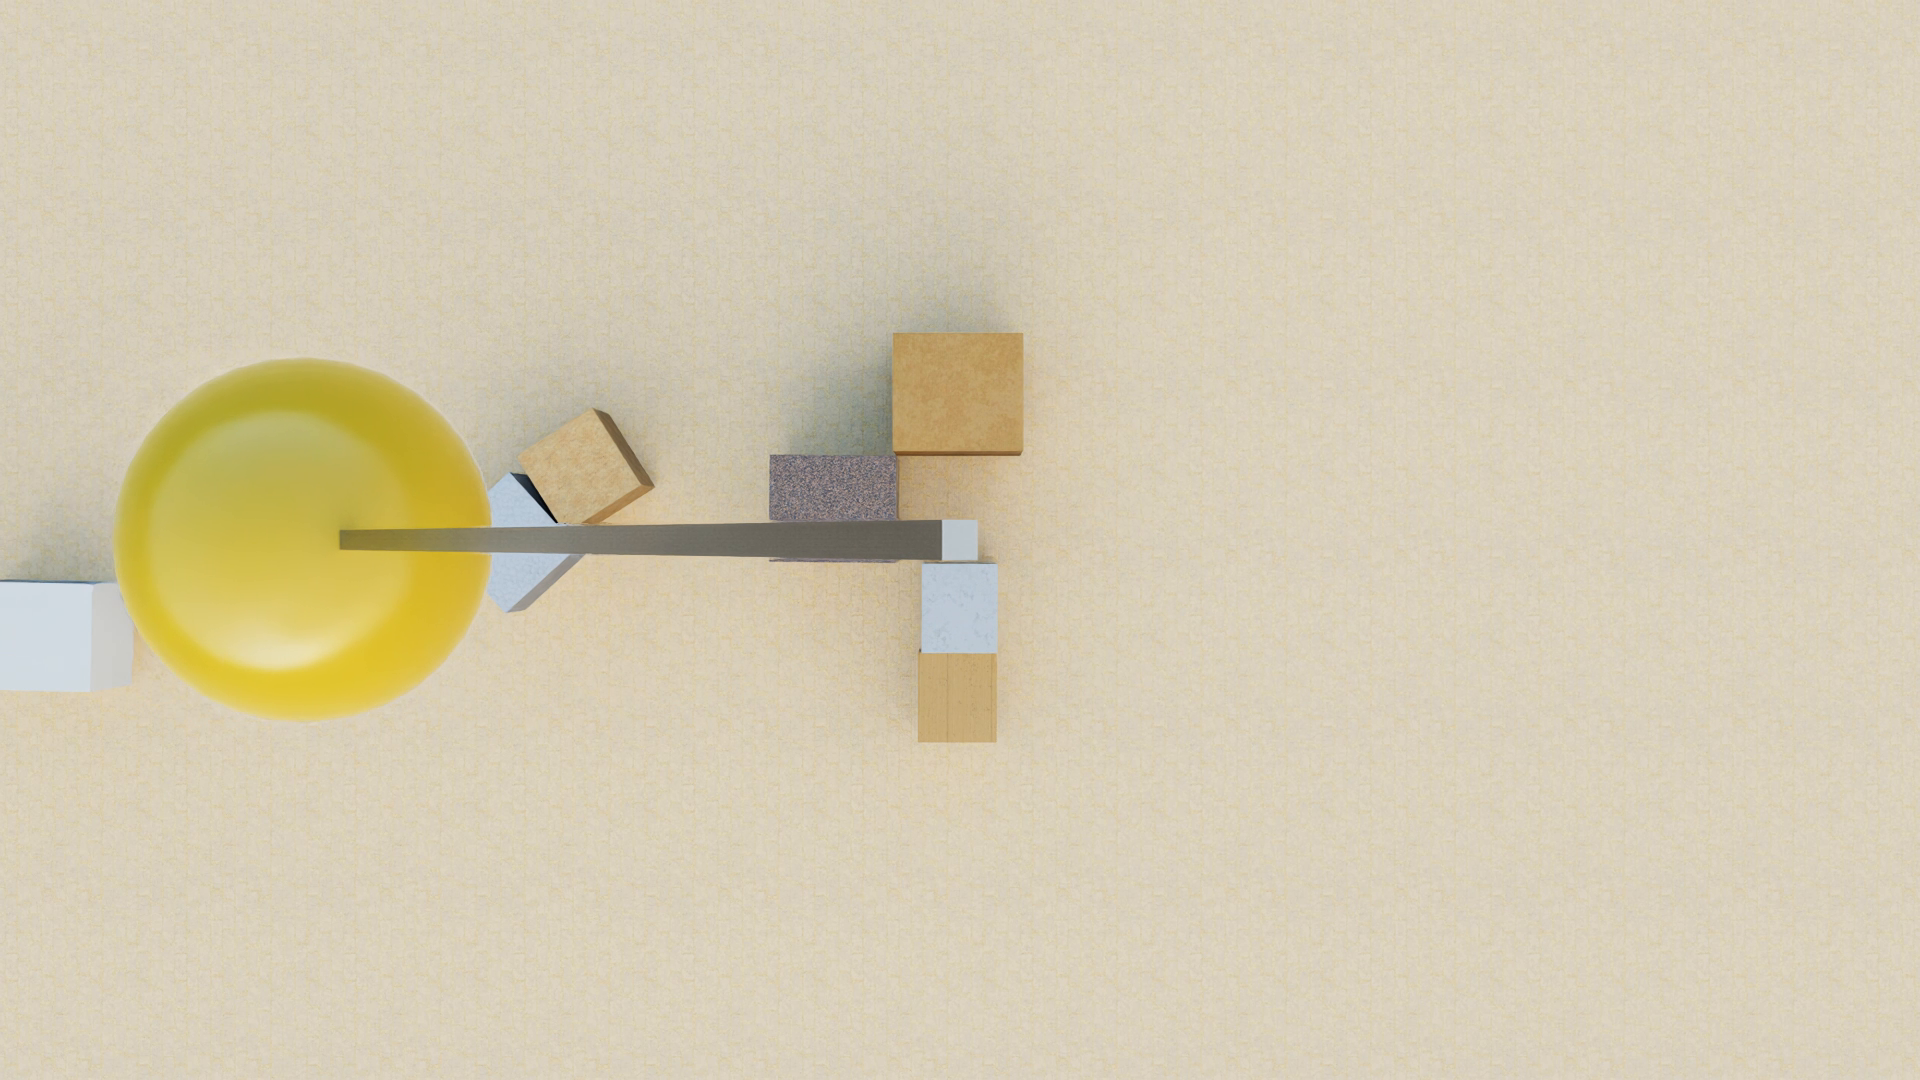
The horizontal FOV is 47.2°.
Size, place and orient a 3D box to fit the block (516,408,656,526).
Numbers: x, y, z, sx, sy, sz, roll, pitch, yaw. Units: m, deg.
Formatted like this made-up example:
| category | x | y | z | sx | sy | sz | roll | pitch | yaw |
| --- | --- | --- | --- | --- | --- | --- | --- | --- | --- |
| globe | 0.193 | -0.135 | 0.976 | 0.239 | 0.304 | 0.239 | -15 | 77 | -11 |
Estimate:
| category | x | y | z | sx | sy | sz | roll | pitch | yaw |
| --- | --- | --- | --- | --- | --- | --- | --- | --- | --- |
| block | -2.153 | -0.392 | 12.703 | 0.510 | 0.593 | 0.516 | -32 | 90 | 0 |

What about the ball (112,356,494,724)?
| category | x | y | z | sx | sy | sz | roll | pitch | yaw |
| --- | --- | --- | --- | --- | --- | --- | --- | --- | --- |
| ball | -2.855 | 0.000 | 9.621 | 1.600 | 1.600 | 1.600 | 0 | 90 | 0 |

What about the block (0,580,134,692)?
| category | x | y | z | sx | sy | sz | roll | pitch | yaw |
| --- | --- | --- | --- | --- | --- | --- | --- | --- | --- |
| block | -5.261 | 0.544 | 12.687 | 0.745 | 0.626 | 0.607 | 1 | 90 | 0 |

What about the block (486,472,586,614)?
| category | x | y | z | sx | sy | sz | roll | pitch | yaw |
| --- | --- | --- | --- | --- | --- | --- | --- | --- | --- |
| block | -2.560 | 0.016 | 12.717 | 0.555 | 0.566 | 0.575 | -42 | 90 | 0 |

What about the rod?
| category | x | y | z | sx | sy | sz | roll | pitch | yaw |
| --- | --- | --- | --- | --- | --- | --- | --- | --- | --- |
| rod | -1.237 | 0.000 | 6.631 | 0.080 | 5.200 | 0.080 | 0 | 90 | -28 |

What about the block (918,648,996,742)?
| category | x | y | z | sx | sy | sz | roll | pitch | yaw |
| --- | --- | --- | --- | --- | --- | --- | --- | --- | --- |
| block | -0.015 | 0.902 | 12.794 | 0.451 | 0.411 | 0.516 | 0 | 90 | 0 |

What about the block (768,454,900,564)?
| category | x | y | z | sx | sy | sz | roll | pitch | yaw |
| --- | --- | --- | --- | --- | --- | --- | --- | --- | --- |
| block | -0.715 | -0.175 | 12.662 | 0.710 | 0.677 | 0.602 | 1 | 90 | 0 |

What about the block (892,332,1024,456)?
| category | x | y | z | sx | sy | sz | roll | pitch | yaw |
| --- | --- | --- | --- | --- | --- | --- | --- | --- | --- |
| block | -0.011 | -0.828 | 12.649 | 0.730 | 0.702 | 0.661 | 0 | 90 | 0 |

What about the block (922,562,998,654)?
| category | x | y | z | sx | sy | sz | roll | pitch | yaw |
| --- | --- | --- | --- | --- | --- | --- | --- | --- | --- |
| block | -0.002 | 0.389 | 12.754 | 0.430 | 0.491 | 0.508 | 0 | 90 | 0 |
